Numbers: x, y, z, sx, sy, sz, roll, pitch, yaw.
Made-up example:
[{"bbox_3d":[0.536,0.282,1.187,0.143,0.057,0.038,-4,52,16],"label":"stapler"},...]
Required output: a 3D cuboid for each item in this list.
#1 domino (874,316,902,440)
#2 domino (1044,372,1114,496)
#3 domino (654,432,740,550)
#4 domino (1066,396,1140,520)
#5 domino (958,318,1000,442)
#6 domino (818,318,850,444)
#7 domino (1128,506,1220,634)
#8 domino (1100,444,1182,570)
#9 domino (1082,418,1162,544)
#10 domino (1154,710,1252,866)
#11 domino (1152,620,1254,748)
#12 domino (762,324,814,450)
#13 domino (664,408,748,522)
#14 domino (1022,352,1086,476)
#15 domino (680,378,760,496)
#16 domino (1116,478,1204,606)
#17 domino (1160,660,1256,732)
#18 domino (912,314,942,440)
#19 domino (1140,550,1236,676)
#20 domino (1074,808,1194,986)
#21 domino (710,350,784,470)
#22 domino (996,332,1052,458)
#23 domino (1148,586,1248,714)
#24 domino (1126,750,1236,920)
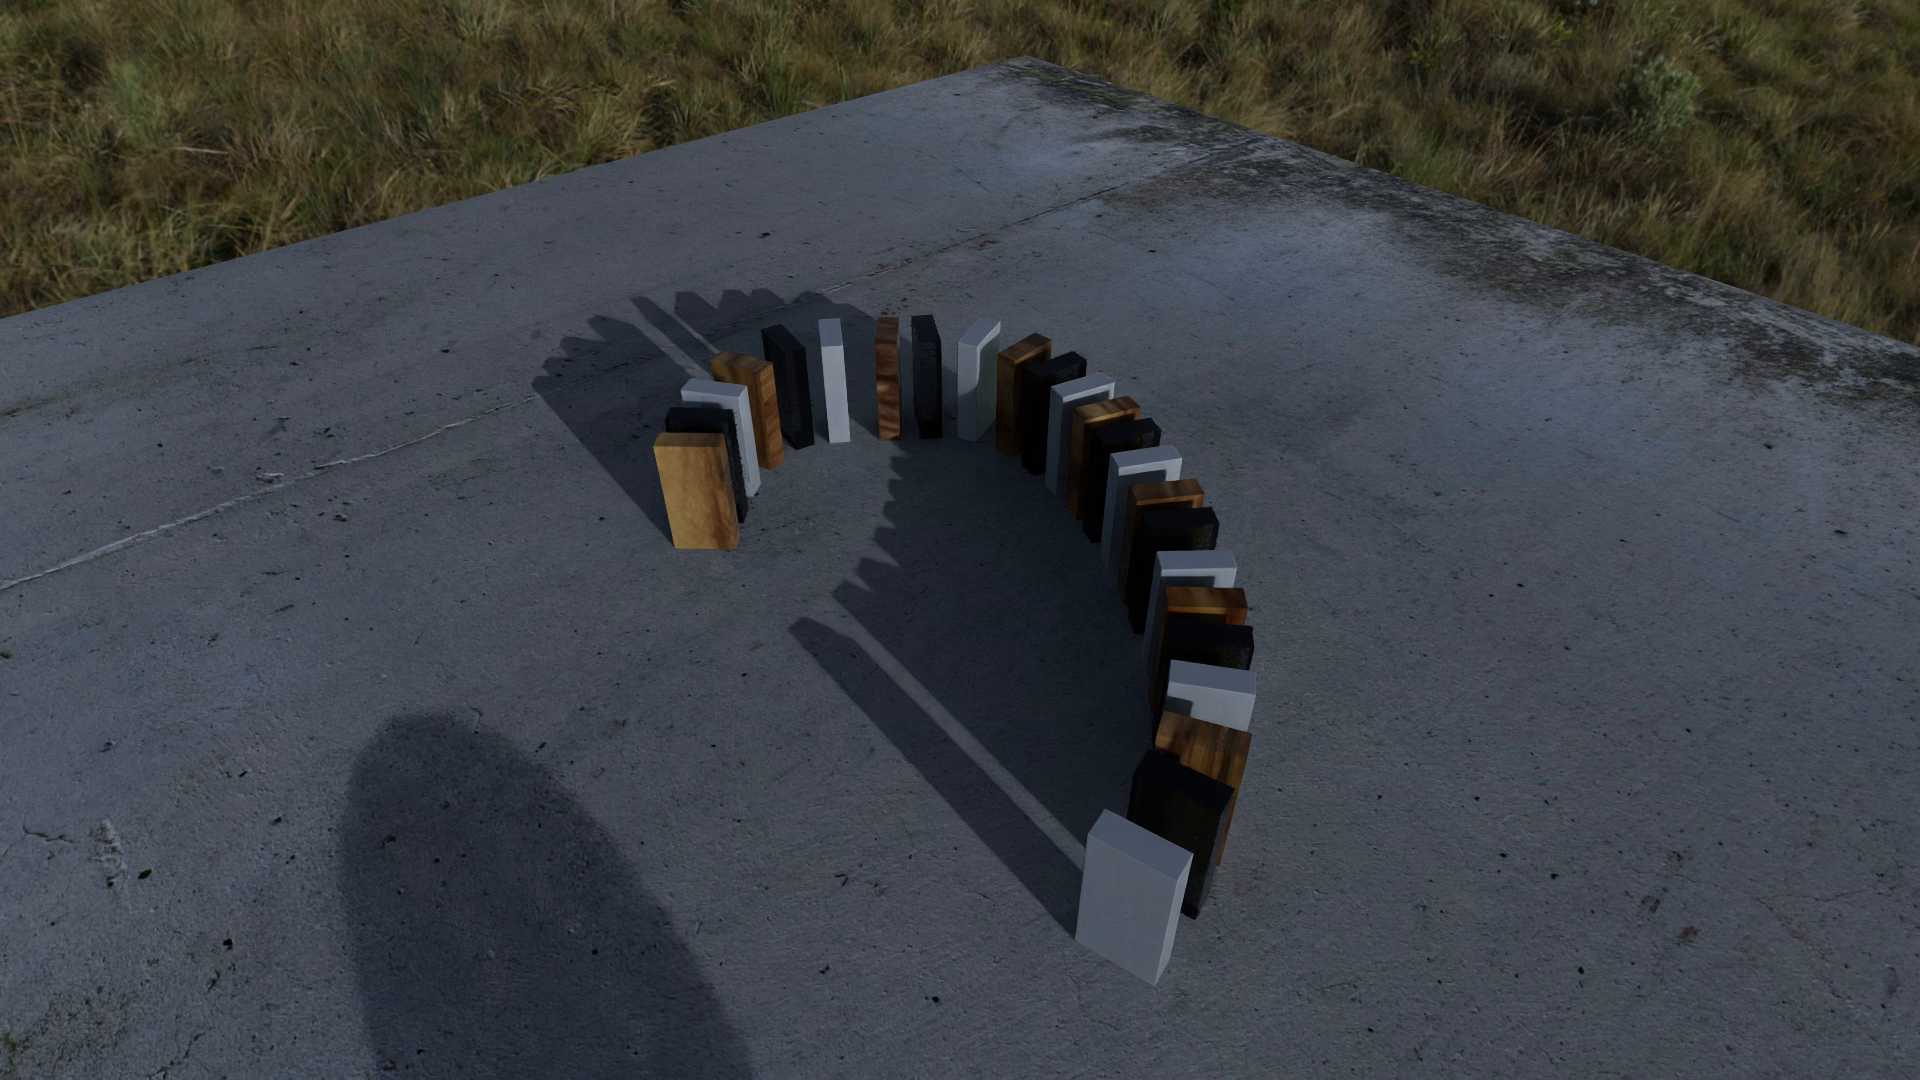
[{"bbox_3d":[-0.032,-0.073,0.501,0.009,0.050,0.025,0,39,0],"label":"domino"},{"bbox_3d":[0.050,-0.044,0.466,0.025,0.050,0.009,-18,43,-21],"label":"domino"},{"bbox_3d":[-0.103,-0.019,0.434,0.025,0.050,0.010,1,39,1],"label":"domino"},{"bbox_3d":[0.058,-0.033,0.452,0.025,0.050,0.010,-15,42,-17],"label":"domino"},{"bbox_3d":[0.008,-0.073,0.500,0.009,0.050,0.025,17,42,19],"label":"domino"},{"bbox_3d":[-0.057,-0.072,0.499,0.010,0.050,0.025,-5,40,-6],"label":"domino"},{"bbox_3d":[0.077,0.012,0.397,0.025,0.050,0.009,-4,40,-5],"label":"domino"},{"bbox_3d":[0.069,-0.012,0.426,0.025,0.050,0.009,-9,40,-11],"label":"domino"},{"bbox_3d":[0.064,-0.023,0.440,0.025,0.050,0.010,-12,41,-14],"label":"domino"},{"bbox_3d":[0.068,0.073,0.322,0.025,0.050,0.009,13,41,15],"label":"domino"},{"bbox_3d":[0.077,0.048,0.353,0.025,0.050,0.010,4,40,5],"label":"domino"},{"bbox_3d":[-0.077,-0.068,0.495,0.009,0.050,0.025,-21,44,-24],"label":"domino"},{"bbox_3d":[-0.103,-0.030,0.448,0.025,0.050,0.009,2,39,3],"label":"domino"},{"bbox_3d":[0.041,-0.055,0.478,0.025,0.050,0.010,-23,45,-26],"label":"domino"},{"bbox_3d":[-0.100,-0.043,0.464,0.025,0.050,0.009,8,40,10],"label":"domino"},{"bbox_3d":[0.074,0.001,0.410,0.025,0.050,0.009,-7,40,-8],"label":"domino"},{"bbox_3d":[0.074,0.060,0.339,0.025,0.050,0.009,8,40,9],"label":"domino"},{"bbox_3d":[-0.015,-0.074,0.502,0.009,0.050,0.025,-7,40,-8],"label":"domino"},{"bbox_3d":[0.078,0.026,0.380,0.025,0.050,0.009,-1,39,-2],"label":"domino"},{"bbox_3d":[0.046,0.096,0.294,0.025,0.050,0.010,23,45,25],"label":"domino"},{"bbox_3d":[-0.092,-0.056,0.480,0.025,0.050,0.009,18,43,20],"label":"domino"},{"bbox_3d":[0.028,-0.064,0.490,0.009,0.050,0.025,30,48,32],"label":"domino"},{"bbox_3d":[0.078,0.038,0.366,0.025,0.050,0.009,1,39,2],"label":"domino"},{"bbox_3d":[0.060,0.084,0.309,0.025,0.050,0.010,22,44,25],"label":"domino"}]
